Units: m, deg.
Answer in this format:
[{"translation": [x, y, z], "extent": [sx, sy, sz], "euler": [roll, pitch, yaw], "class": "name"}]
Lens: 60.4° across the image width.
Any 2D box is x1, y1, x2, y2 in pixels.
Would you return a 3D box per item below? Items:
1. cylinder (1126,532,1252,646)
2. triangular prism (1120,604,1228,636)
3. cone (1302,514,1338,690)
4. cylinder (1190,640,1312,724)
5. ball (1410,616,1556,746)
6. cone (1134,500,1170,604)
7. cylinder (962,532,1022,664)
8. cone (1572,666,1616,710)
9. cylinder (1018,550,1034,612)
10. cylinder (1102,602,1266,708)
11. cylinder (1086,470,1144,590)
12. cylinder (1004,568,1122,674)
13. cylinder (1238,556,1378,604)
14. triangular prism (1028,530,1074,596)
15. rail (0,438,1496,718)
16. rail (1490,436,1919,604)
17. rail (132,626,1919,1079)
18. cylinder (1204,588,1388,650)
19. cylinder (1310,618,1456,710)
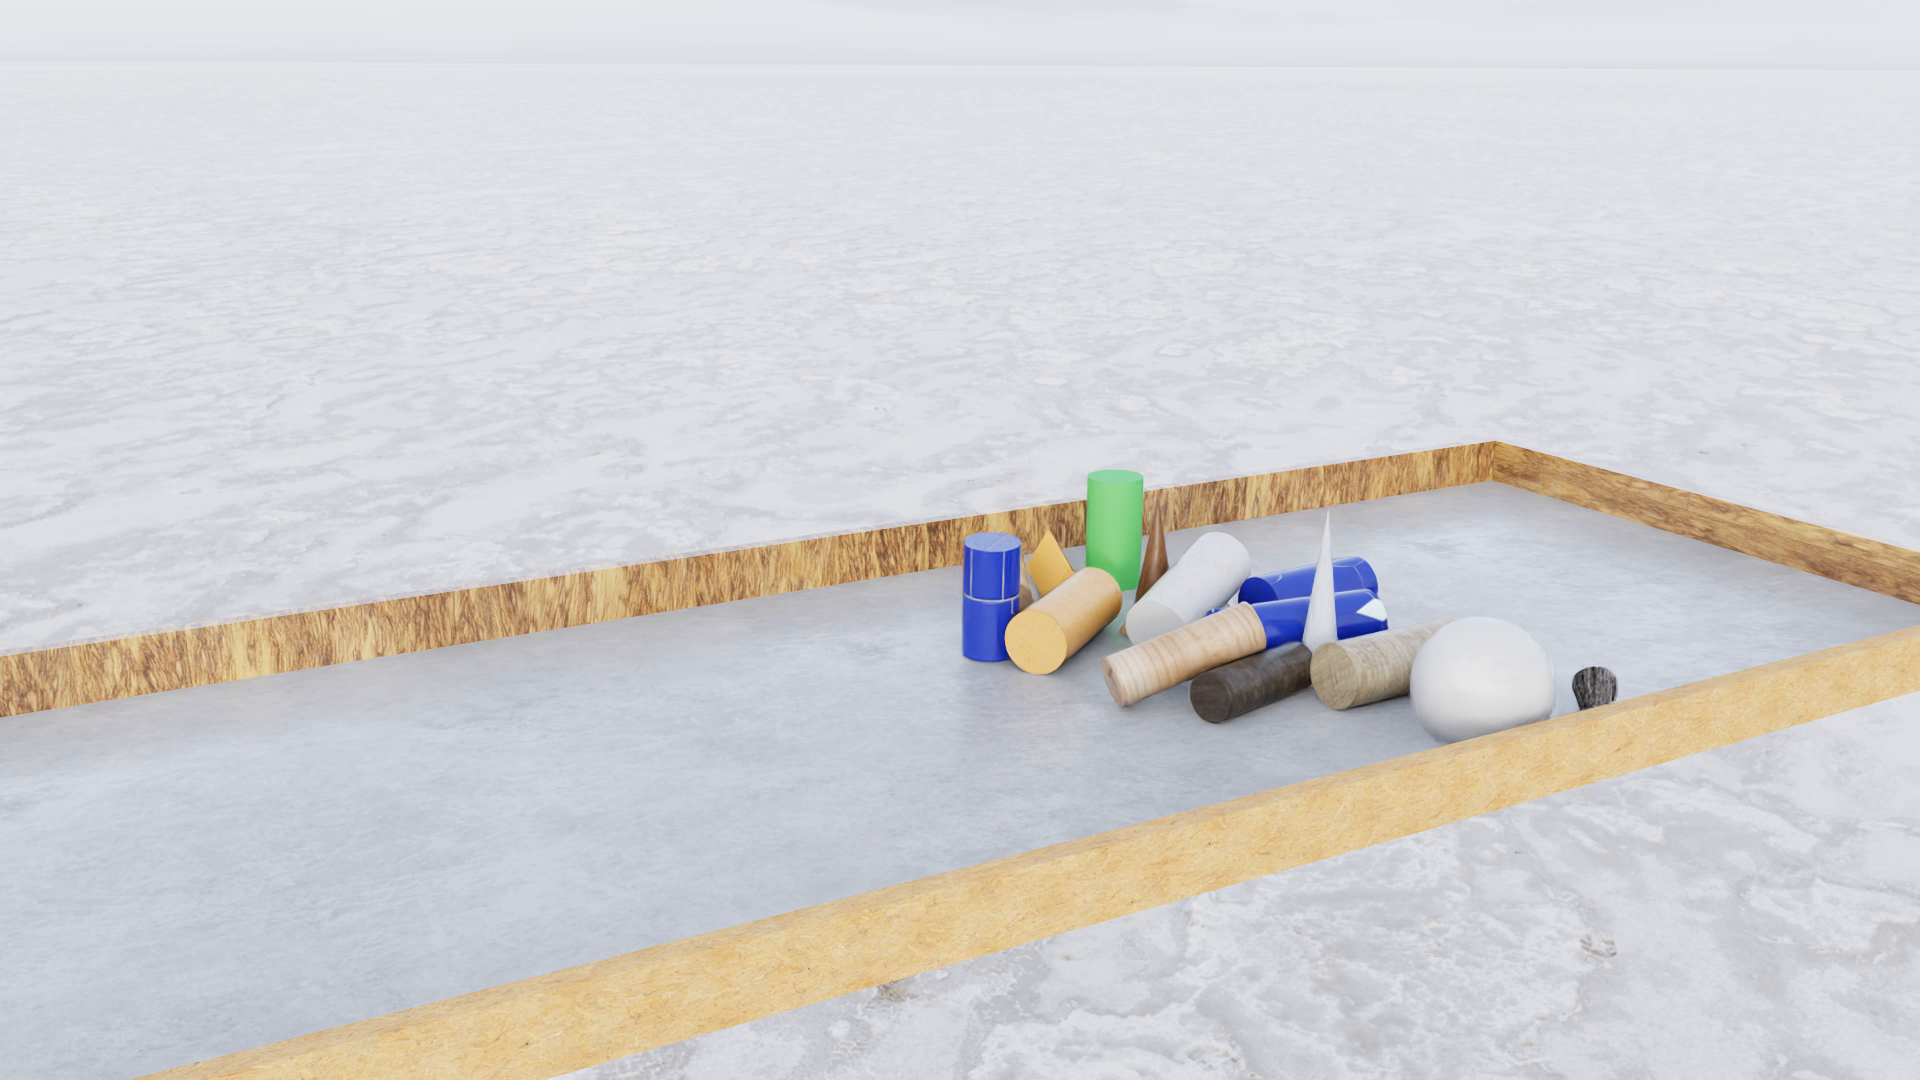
[{"translation": [0.614, 0.146, 4.400], "extent": [0.177, 0.177, 0.415], "euler": [10, 31, 31], "class": "cylinder"}, {"translation": [0.599, 0.183, 4.550], "extent": [0.350, 0.097, 0.112], "euler": [-15, 22, -41], "class": "triangular prism"}, {"translation": [0.897, 0.139, 4.077], "extent": [0.113, 0.453, 0.113], "euler": [0, 16, 0], "class": "cone"}, {"translation": [0.711, 0.340, 3.980], "extent": [0.333, 0.122, 0.122], "euler": [-14, 21, -40], "class": "cylinder"}, {"translation": [1.168, 0.327, 3.687], "extent": [0.313, 0.313, 0.313], "euler": [0, 16, 0], "class": "ball"}, {"translation": [0.551, 0.038, 4.627], "extent": [0.122, 0.338, 0.122], "euler": [0, 16, 0], "class": "cone"}, {"translation": [0.080, 0.149, 4.283], "extent": [0.148, 0.309, 0.148], "euler": [1, 20, 0], "class": "cylinder"}, {"translation": [1.477, 0.425, 3.820], "extent": [0.102, 0.102, 0.378], "euler": [5, 25, 16], "class": "cone"}, {"translation": [0.125, 0.117, 4.709], "extent": [0.140, 0.140, 0.430], "euler": [0, 16, -2], "class": "cylinder"}, {"translation": [0.543, 0.278, 4.001], "extent": [0.382, 0.128, 0.128], "euler": [-21, 21, -10], "class": "cylinder"}, {"translation": [0.455, -0.029, 4.873], "extent": [0.164, 0.328, 0.164], "euler": [0, 16, 0], "class": "cylinder"}, {"translation": [0.278, 0.208, 4.347], "extent": [0.170, 0.170, 0.408], "euler": [8, 18, 24], "class": "cylinder"}, {"translation": [0.958, 0.154, 4.534], "extent": [0.365, 0.168, 0.168], "euler": [-10, 19, -31], "class": "cylinder"}, {"translation": [0.291, 0.079, 4.873], "extent": [0.132, 0.114, 0.386], "euler": [-2, 16, -5], "class": "triangular prism"}, {"translation": [-3.305, 0.497, 3.399], "extent": [12.000, 0.150, 0.050], "euler": [-9, 18, -27], "class": "rail"}, {"translation": [2.466, -0.048, 5.253], "extent": [0.050, 0.150, 2.100], "euler": [-9, 18, -27], "class": "rail"}, {"translation": [-2.336, 1.006, 1.665], "extent": [12.000, 0.150, 0.050], "euler": [-9, 18, -27], "class": "rail"}, {"translation": [0.862, 0.236, 4.248], "extent": [0.448, 0.172, 0.172], "euler": [-6, 18, -21], "class": "cylinder"}, {"translation": [1.063, 0.300, 4.044], "extent": [0.388, 0.163, 0.163], "euler": [-9, 19, -28], "class": "cylinder"}]
